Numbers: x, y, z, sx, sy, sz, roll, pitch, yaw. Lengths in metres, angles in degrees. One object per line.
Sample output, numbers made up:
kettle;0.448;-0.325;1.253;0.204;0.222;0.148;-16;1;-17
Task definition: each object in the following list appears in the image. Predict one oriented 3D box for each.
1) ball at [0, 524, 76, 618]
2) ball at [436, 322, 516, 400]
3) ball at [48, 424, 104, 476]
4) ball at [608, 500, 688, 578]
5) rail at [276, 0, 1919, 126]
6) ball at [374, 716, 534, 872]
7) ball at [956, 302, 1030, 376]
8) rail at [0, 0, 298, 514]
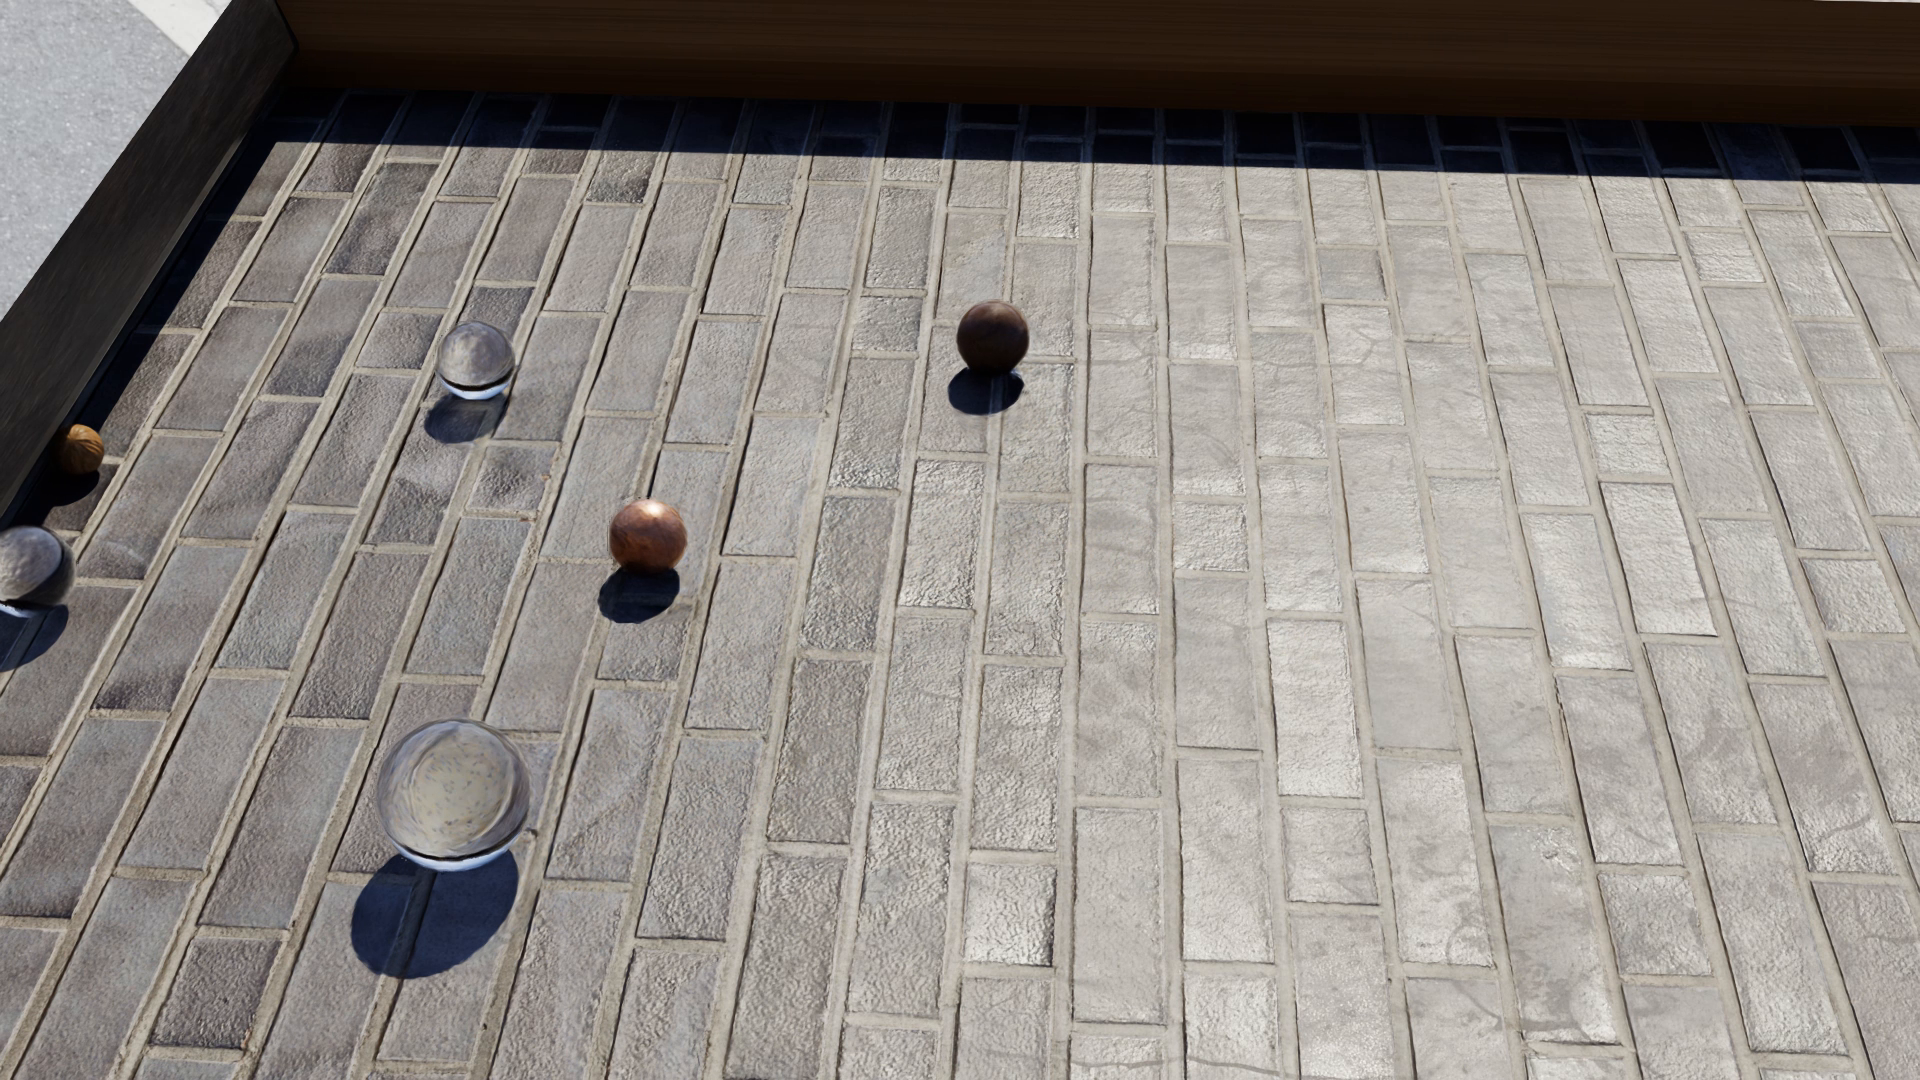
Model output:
ball;-0.665;0.022;1.829;0.067;0.067;0.067;0;35;0
ball;-0.390;-0.144;2.068;0.063;0.063;0.063;0;35;0
ball;-0.682;-0.069;1.981;0.041;0.041;0.041;0;35;0
ball;-0.227;-0.001;1.870;0.057;0.057;0.057;0;35;0
rail;0.775;-0.446;2.441;2.926;0.126;0.045;2;35;3
ball;-0.317;0.160;1.607;0.097;0.097;0.097;0;35;0
ball;0.027;-0.165;2.100;0.061;0.061;0.061;0;35;0
rail;-0.707;-0.050;1.877;0.045;0.126;1.592;2;35;3
